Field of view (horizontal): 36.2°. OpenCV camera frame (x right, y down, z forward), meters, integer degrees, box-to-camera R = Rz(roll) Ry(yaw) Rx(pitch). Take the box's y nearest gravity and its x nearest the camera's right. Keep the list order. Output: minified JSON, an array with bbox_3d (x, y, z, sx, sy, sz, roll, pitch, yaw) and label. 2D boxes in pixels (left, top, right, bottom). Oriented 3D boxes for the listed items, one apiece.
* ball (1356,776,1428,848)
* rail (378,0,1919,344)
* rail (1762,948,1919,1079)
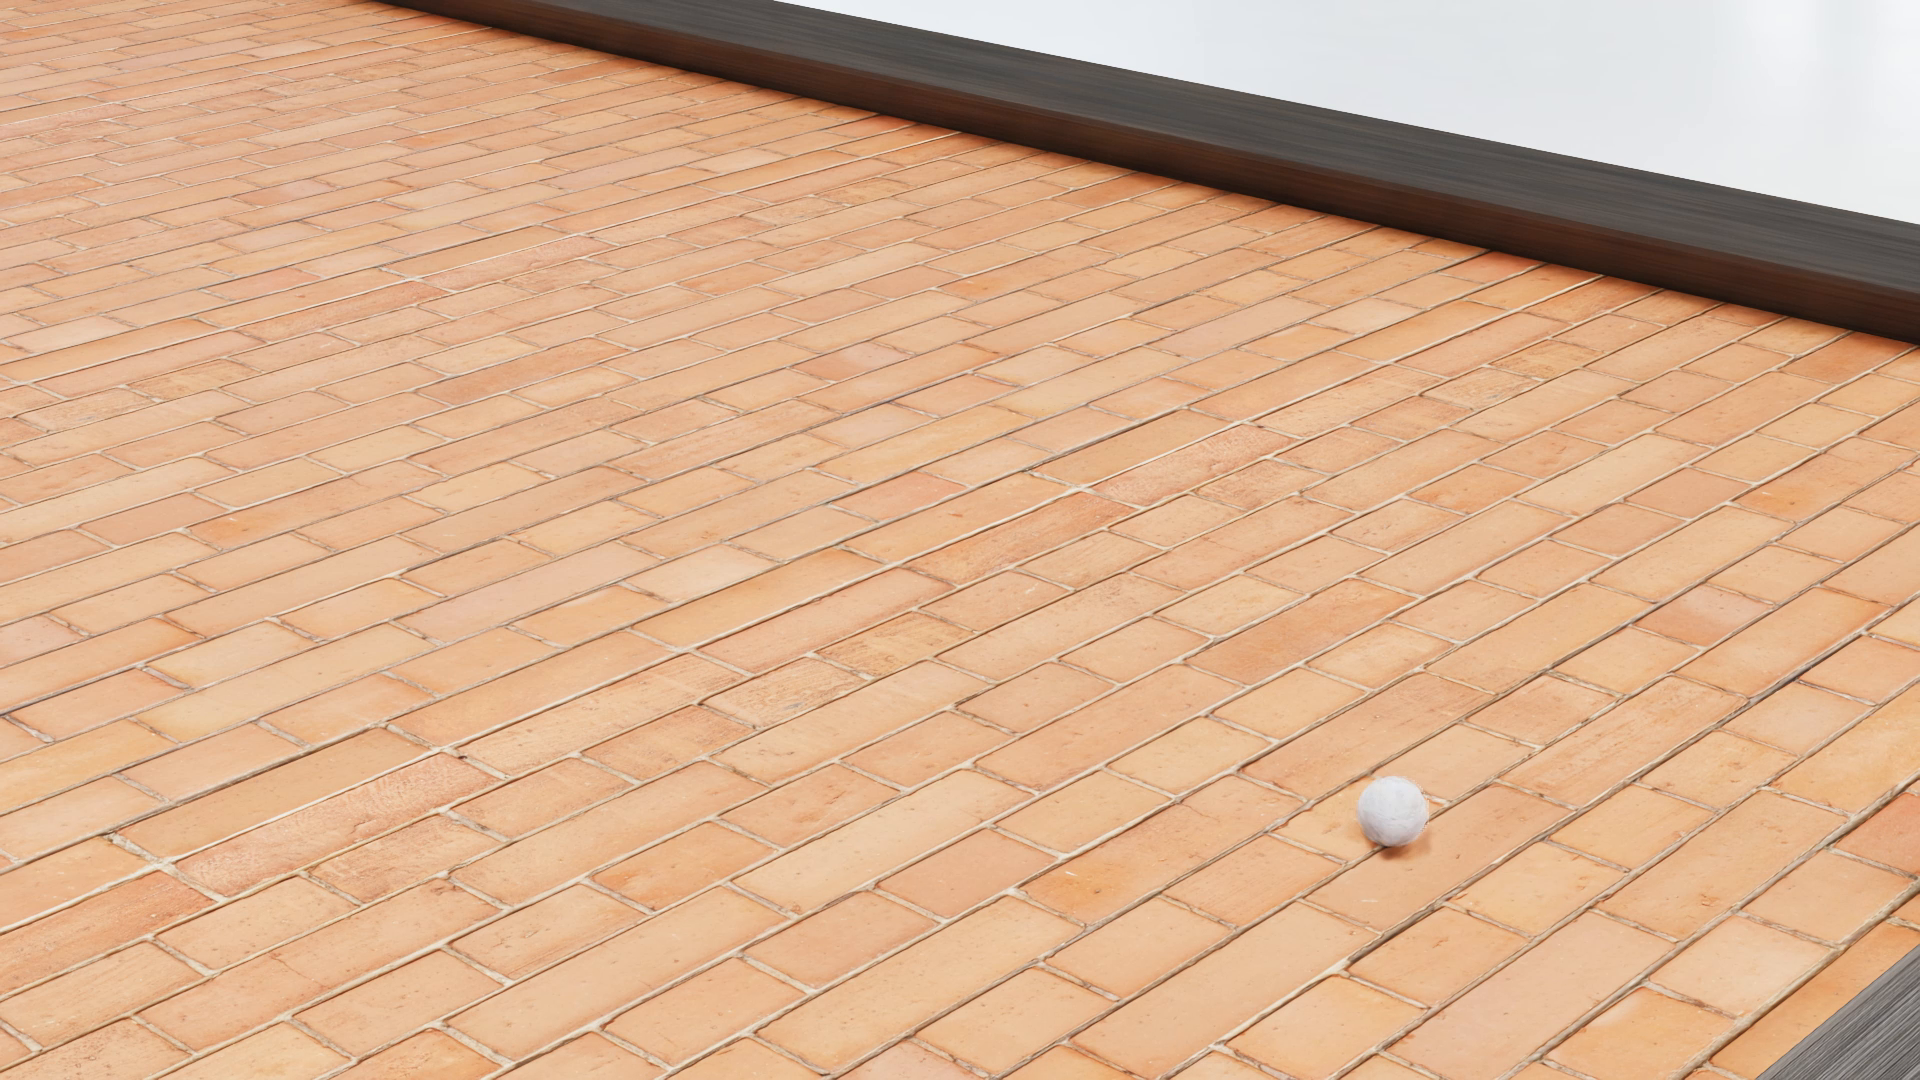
[{"bbox_3d":[0.306,0.193,2.085,0.050,0.050,0.050,0,22,0],"label":"ball"},{"bbox_3d":[0.009,-0.605,3.957,4.055,0.129,0.045,19,29,39],"label":"rail"},{"bbox_3d":[0.732,0.210,1.934,0.045,0.129,2.299,19,29,39],"label":"rail"}]
